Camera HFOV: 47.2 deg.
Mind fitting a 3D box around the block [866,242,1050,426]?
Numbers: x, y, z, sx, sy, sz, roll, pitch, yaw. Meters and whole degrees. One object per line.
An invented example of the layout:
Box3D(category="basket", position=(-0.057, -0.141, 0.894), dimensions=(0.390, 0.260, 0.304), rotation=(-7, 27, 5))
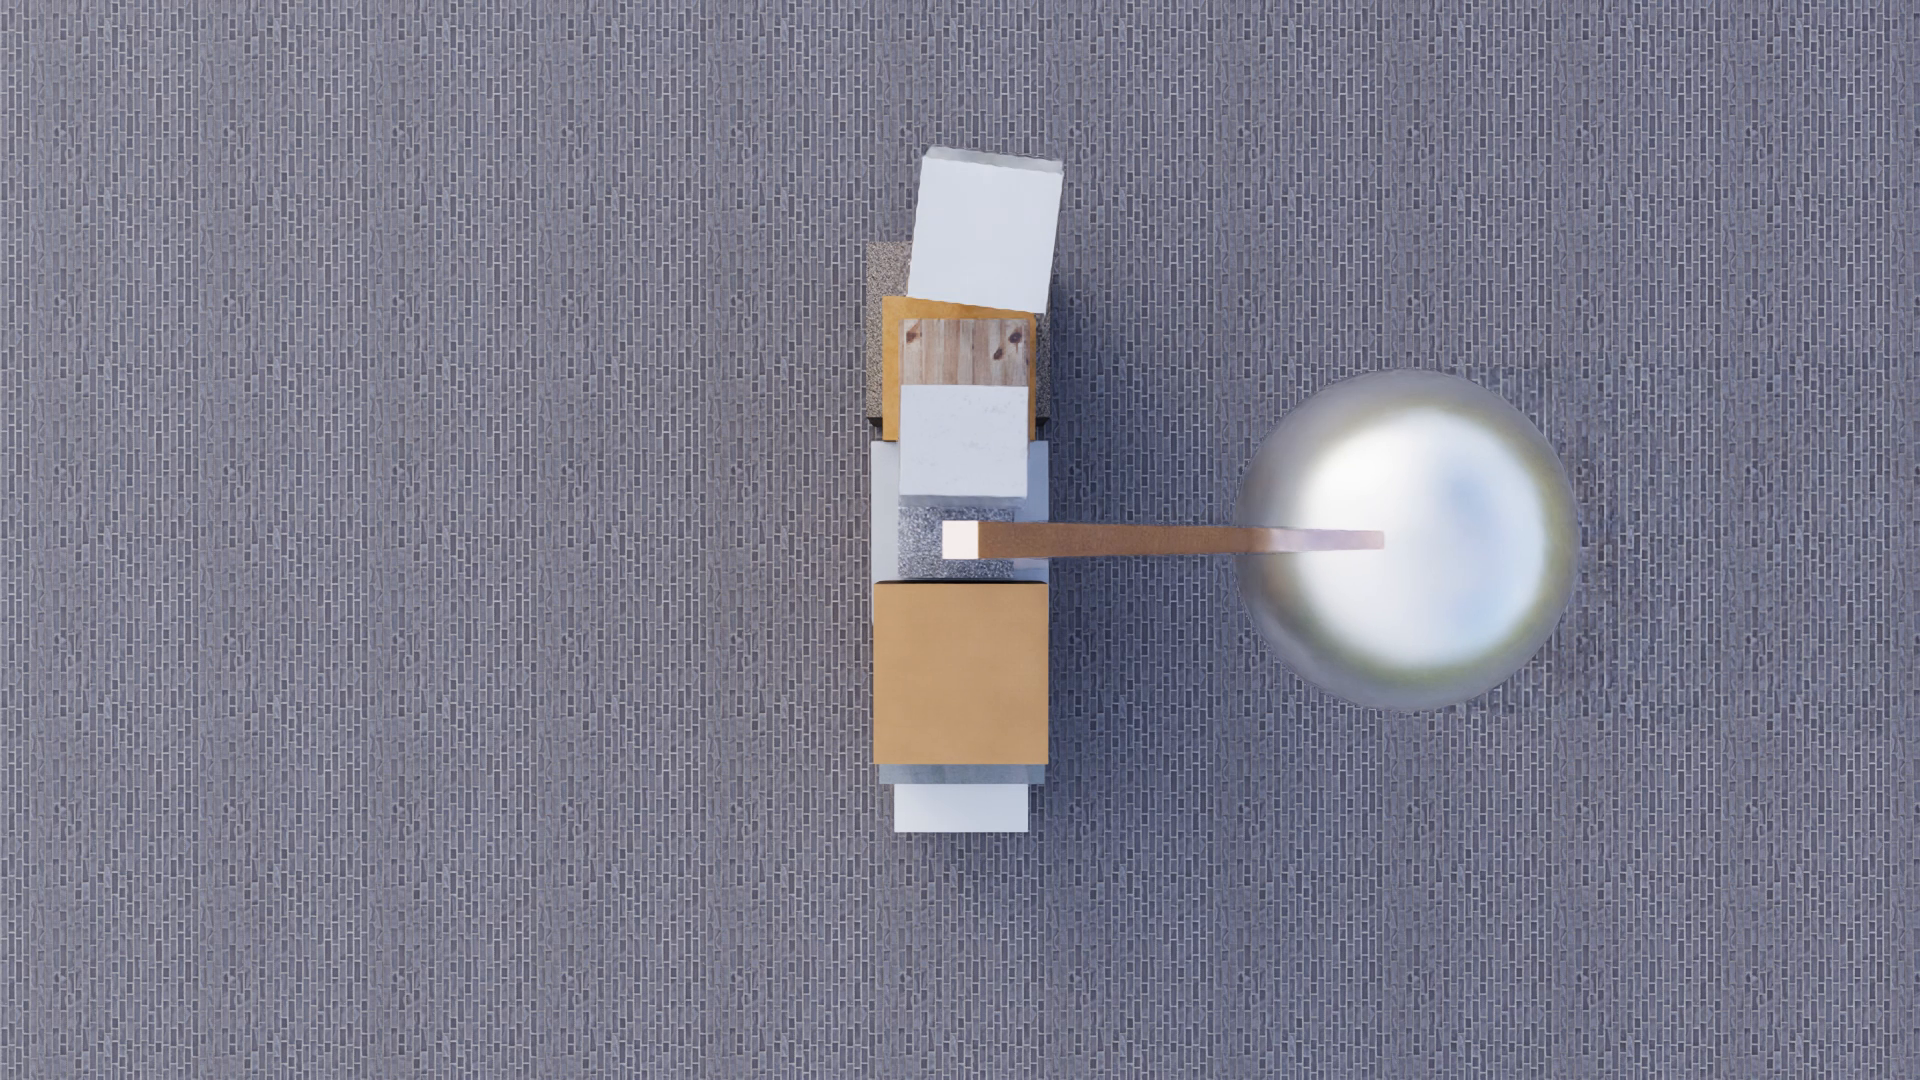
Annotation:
Box3D(category="block", position=(-0.010, -1.147, 12.488), dimensions=(1.000, 1.024, 0.956), rotation=(0, 90, 0))

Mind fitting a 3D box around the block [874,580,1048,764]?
Box3D(category="block", position=(0.004, 0.631, 10.787), dimensions=(0.822, 0.885, 0.848), rotation=(0, 90, 0))

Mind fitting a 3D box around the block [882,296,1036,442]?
Box3D(category="block", position=(-0.005, -0.880, 11.611), dimensions=(0.779, 0.730, 0.736), rotation=(0, 90, 0))

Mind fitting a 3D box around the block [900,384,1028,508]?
Box3D(category="block", position=(0.018, -0.430, 10.271), dimensions=(0.577, 0.540, 0.504), rotation=(1, 85, 0))

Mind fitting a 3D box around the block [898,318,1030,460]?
Box3D(category="block", position=(0.021, -0.726, 10.904), dimensions=(0.629, 0.685, 0.670), rotation=(0, 90, 0))

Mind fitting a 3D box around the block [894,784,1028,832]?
Box3D(category="block", position=(0.008, 1.273, 12.617), dimensions=(0.742, 0.765, 0.704), rotation=(0, 90, 0))

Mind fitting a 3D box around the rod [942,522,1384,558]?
Box3D(category="rod", position=(0.899, 0.000, 7.099), dimensions=(0.080, 5.200, 0.080), rotation=(0, 90, 20))

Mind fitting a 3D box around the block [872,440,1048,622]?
Box3D(category="block", position=(0.000, -0.037, 11.754), dimensions=(0.912, 0.834, 0.934), rotation=(0, 89, 0))

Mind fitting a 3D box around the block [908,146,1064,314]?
Box3D(category="block", position=(0.127, -1.478, 10.400), dimensions=(0.642, 0.741, 0.641), rotation=(7, 104, 1))

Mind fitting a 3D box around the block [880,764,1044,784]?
Box3D(category="block", position=(0.009, 0.845, 11.699), dimensions=(0.843, 0.938, 0.803), rotation=(0, 90, 0))

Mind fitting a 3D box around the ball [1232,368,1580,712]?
Box3D(category="ball", position=(2.074, 0.000, 10.290), dimensions=(1.600, 1.600, 1.600), rotation=(0, 90, 0))

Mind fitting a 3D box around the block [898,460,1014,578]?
Box3D(category="block", position=(-0.019, -0.099, 10.989), dimensions=(0.562, 0.697, 0.571), rotation=(0, 89, 0))
